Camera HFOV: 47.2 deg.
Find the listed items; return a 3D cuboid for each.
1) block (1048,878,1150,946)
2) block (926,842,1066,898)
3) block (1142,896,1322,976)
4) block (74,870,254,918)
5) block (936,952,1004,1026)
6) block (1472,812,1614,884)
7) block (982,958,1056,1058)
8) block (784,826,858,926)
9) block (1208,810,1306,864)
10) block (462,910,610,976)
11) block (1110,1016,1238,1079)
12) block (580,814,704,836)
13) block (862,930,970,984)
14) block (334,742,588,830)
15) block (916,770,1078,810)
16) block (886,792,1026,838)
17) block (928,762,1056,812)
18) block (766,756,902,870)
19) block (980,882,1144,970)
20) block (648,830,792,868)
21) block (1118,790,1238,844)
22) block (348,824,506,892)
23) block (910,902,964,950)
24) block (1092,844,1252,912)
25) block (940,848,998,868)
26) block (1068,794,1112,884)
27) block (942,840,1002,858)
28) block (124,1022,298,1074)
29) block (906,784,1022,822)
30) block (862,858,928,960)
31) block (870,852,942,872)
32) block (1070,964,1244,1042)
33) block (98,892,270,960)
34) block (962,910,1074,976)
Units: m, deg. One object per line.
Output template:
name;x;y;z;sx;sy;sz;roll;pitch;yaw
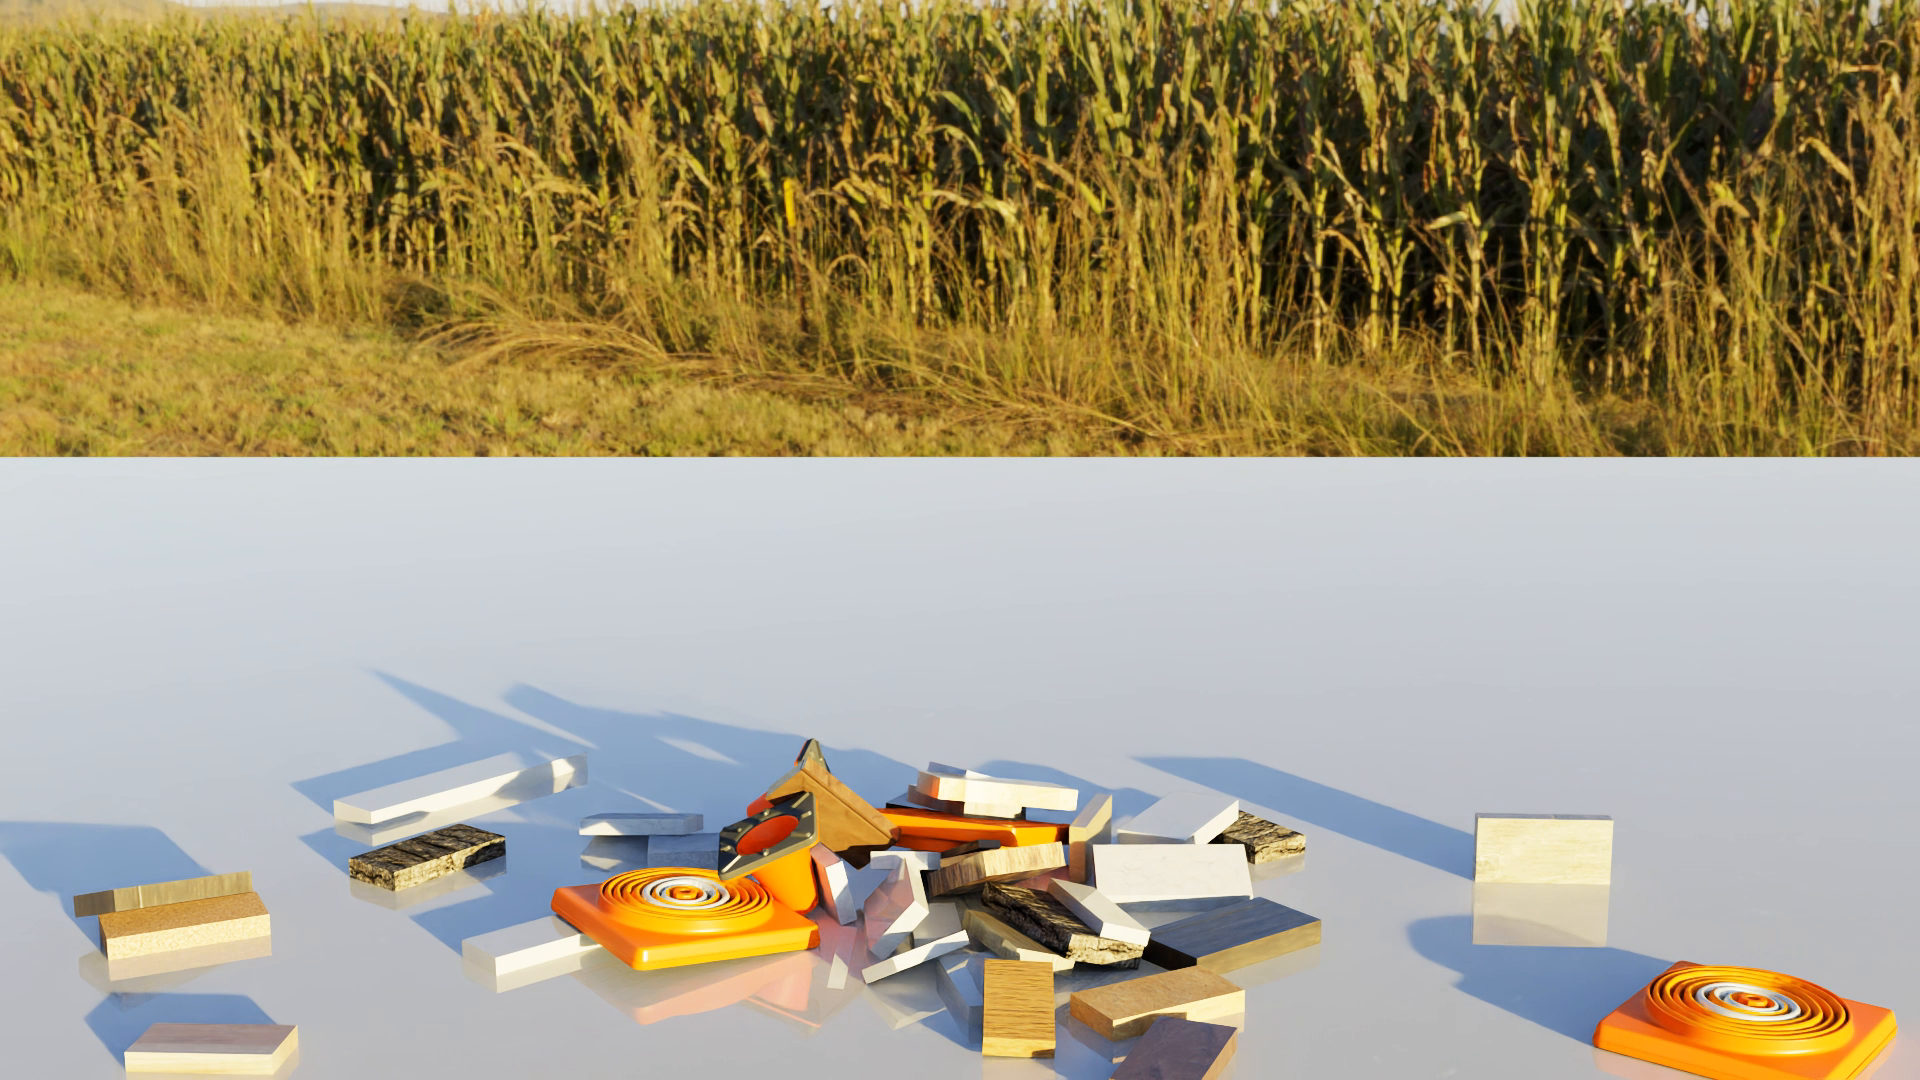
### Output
block;0.215;0.582;3.449;0.077;0.022;0.263;15;2;-17
block;0.055;0.534;3.558;0.134;0.038;0.268;-4;-14;-22
block;0.418;0.618;3.415;0.268;0.038;0.134;-8;13;-37
block;-1.273;0.566;3.520;0.121;0.034;0.241;-14;-8;38
block;0.037;0.657;3.232;0.099;0.028;0.198;-3;11;-14
block;0.986;0.523;3.726;0.224;0.112;0.032;1;11;3
block;0.083;0.659;3.103;0.099;0.028;0.198;3;22;0
block;-0.230;0.547;3.604;0.029;0.103;0.207;-19;17;-20
block;0.496;0.524;3.936;0.116;0.033;0.231;-7;13;-33
block;-0.657;0.623;3.412;0.202;0.029;0.101;-9;14;-41
block;0.290;0.705;2.962;0.113;0.032;0.226;4;11;21
block;-0.570;0.509;3.942;0.197;0.028;0.099;-2;-1;13
block;-0.066;0.627;3.310;0.155;0.022;0.077;-11;-15;-45
block;-0.953;0.468;4.234;0.116;0.033;0.513;9;14;39
block;0.064;0.437;3.829;0.252;0.036;0.126;7;-2;-18
block;-0.008;0.502;4.054;0.231;0.033;0.116;6;12;29
block;0.060;0.448;3.990;0.224;0.032;0.112;19;-8;-37
block;-0.209;0.454;3.639;0.103;0.207;0.029;-40;19;31
block;0.156;0.598;3.419;0.134;0.038;0.268;14;2;-29
block;-0.418;0.542;3.853;0.254;0.028;0.099;-1;11;-6
block;0.386;0.501;3.874;0.126;0.036;0.252;5;12;27
block;-0.919;0.547;3.804;0.121;0.034;0.241;8;13;36
block;-0.040;0.613;3.485;0.077;0.022;0.155;-1;11;-5
block;0.348;0.557;3.625;0.252;0.036;0.126;0;33;-1
block;0.020;0.518;3.577;0.094;0.013;0.047;-14;-14;17
block;0.226;0.515;3.804;0.028;0.099;0.197;3;11;16
block;0.018;0.506;3.589;0.047;0.013;0.095;8;-24;-40
block;-1.025;0.697;3.015;0.202;0.029;0.101;0;11;3
block;0.006;0.467;3.916;0.112;0.032;0.224;8;-2;-27
block;-0.103;0.579;3.464;0.029;0.103;0.207;42;4;-11
block;-0.062;0.537;3.672;0.101;0.029;0.202;-3;-10;22
block;0.285;0.666;3.170;0.226;0.032;0.113;-6;12;-29
block;-1.226;0.608;3.477;0.241;0.034;0.121;-5;12;-26
block;0.088;0.615;3.364;0.099;0.028;0.198;15;2;-24
